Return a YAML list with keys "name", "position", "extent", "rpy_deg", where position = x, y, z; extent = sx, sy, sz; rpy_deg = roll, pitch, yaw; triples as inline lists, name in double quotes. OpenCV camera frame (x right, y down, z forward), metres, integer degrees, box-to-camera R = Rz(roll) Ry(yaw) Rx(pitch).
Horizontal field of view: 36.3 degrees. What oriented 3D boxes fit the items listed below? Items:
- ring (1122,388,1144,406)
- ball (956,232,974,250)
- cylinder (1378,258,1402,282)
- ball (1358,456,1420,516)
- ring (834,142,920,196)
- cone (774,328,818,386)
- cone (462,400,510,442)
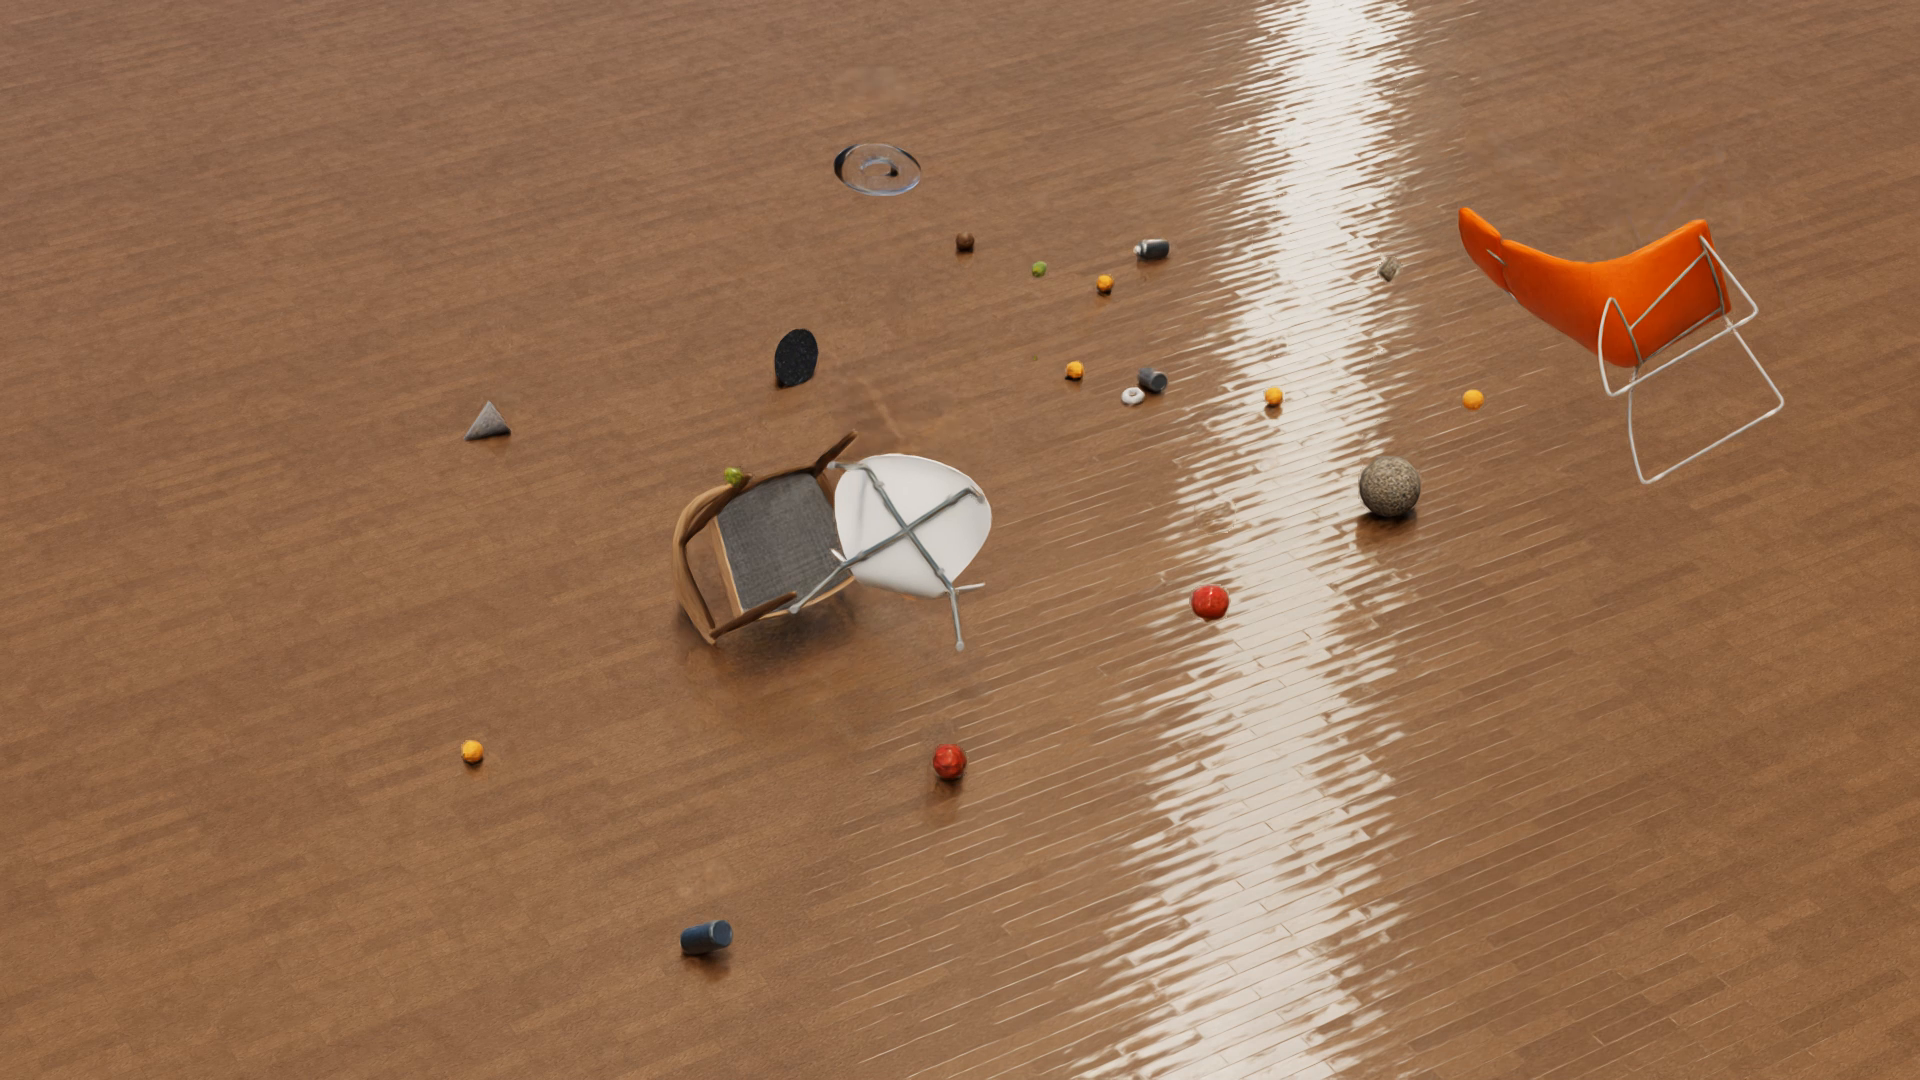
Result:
- name: "ring"
  position: [0.694, -0.577, 11.792]
  extent: [0.089, 0.029, 0.116]
  rpy_deg: [7, 34, 16]
- name: "ball"
  position: [0.022, -1.313, 12.861]
  extent: [0.083, 0.083, 0.083]
  rpy_deg: [0, 33, 0]
- name: "cylinder"
  position: [1.577, -0.993, 10.765]
  extent: [0.075, 0.052, 0.064]
  rpy_deg: [-50, 9, -11]
- name: "ball"
  position: [1.619, -0.202, 11.042]
  extent: [0.231, 0.231, 0.231]
  rpy_deg: [0, 33, 0]
- name: "ring"
  position: [-0.322, -1.451, 11.486]
  extent: [0.426, 0.220, 0.088]
  rpy_deg: [6, 33, -42]
- name: "cone"
  position: [-0.713, -0.735, 11.976]
  extent: [0.176, 0.188, 0.251]
  rpy_deg: [-8, 52, 56]
- name: "cone"
  position: [-1.888, -0.438, 11.548]
  extent: [0.179, 0.149, 0.114]
  rpy_deg: [-36, 22, -11]
